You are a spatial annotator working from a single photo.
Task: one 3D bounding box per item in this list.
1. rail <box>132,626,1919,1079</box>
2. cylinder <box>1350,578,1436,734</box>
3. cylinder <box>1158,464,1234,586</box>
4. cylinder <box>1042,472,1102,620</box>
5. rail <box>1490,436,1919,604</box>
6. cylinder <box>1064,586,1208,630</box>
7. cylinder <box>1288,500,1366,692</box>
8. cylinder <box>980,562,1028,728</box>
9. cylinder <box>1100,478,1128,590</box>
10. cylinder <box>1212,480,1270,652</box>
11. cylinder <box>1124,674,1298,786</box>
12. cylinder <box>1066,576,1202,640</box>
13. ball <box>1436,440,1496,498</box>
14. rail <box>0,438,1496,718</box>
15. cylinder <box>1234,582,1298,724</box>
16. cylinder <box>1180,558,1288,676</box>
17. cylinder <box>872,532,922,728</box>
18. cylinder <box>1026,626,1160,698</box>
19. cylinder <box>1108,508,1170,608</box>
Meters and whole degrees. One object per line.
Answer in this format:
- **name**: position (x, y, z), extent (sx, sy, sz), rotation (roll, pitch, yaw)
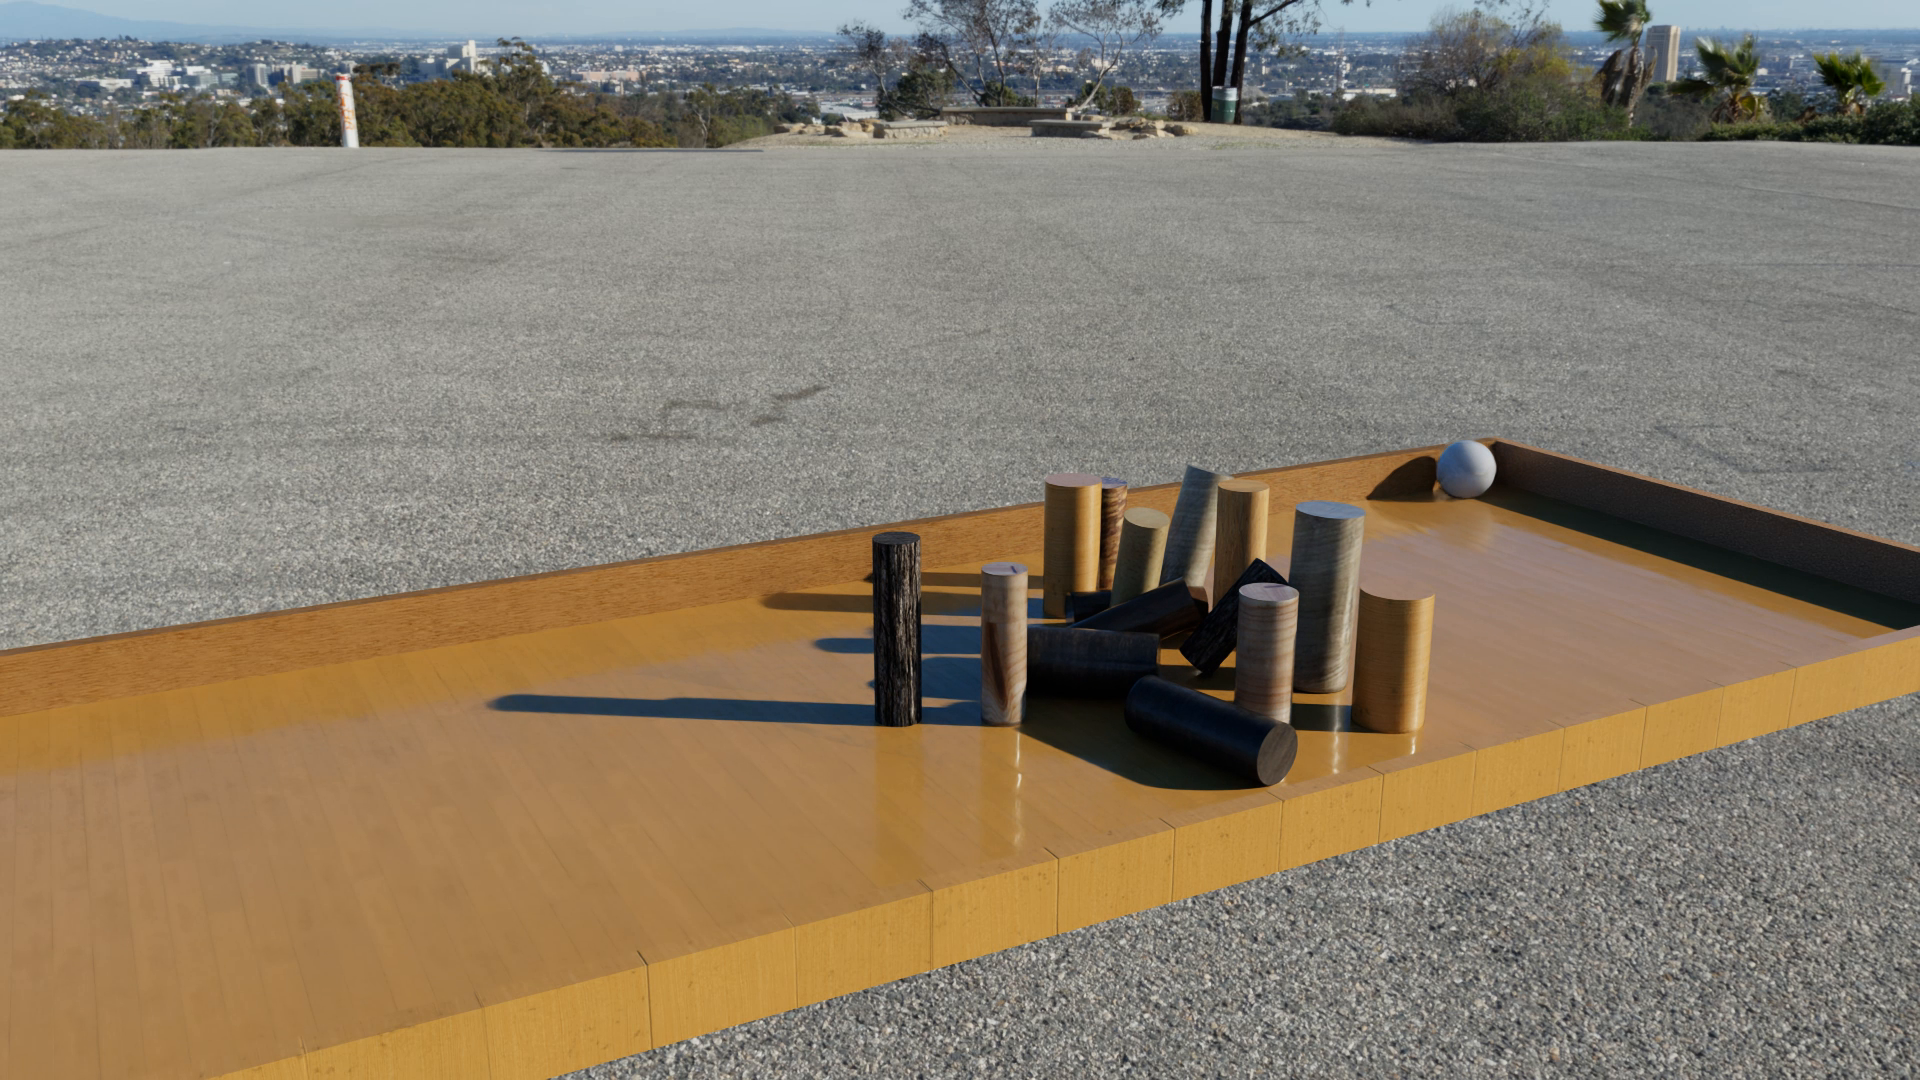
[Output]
- **rail**: position (-2.336, 1.006, 1.665), extent (12.000, 0.150, 0.050), rotation (-9, 18, -27)
- **cylinder**: position (1.012, 0.269, 3.858), extent (0.170, 0.327, 0.170), rotation (0, 16, 0)
- **cylinder**: position (0.647, -0.001, 4.614), extent (0.136, 0.398, 0.136), rotation (15, 7, -2)
- **cylinder**: position (0.314, 0.017, 4.620), extent (0.158, 0.382, 0.158), rotation (0, 16, 0)
- **rail**: position (2.466, -0.048, 5.253), extent (0.050, 0.150, 2.100), rotation (-9, 18, -27)
- **cylinder**: position (0.480, 0.192, 4.491), extent (0.372, 0.119, 0.119), rotation (-2, 17, -8)
- **cylinder**: position (0.894, 0.139, 4.080), extent (0.168, 0.445, 0.168), rotation (2, 16, -1)
- **cylinder**: position (0.103, 0.245, 3.861), extent (0.108, 0.373, 0.108), rotation (0, 16, 0)
- **cylinder**: position (0.422, -0.018, 4.862), extent (0.134, 0.312, 0.134), rotation (0, 16, 0)
- **cylinder**: position (0.739, 0.067, 4.353), extent (0.132, 0.436, 0.132), rotation (0, 16, 0)
- **cylinder**: position (0.555, 0.419, 3.680), extent (0.140, 0.140, 0.385), rotation (-14, 21, -39)
- **cylinder**: position (0.439, 0.215, 4.177), extent (0.325, 0.127, 0.127), rotation (-24, 15, 7)
- **ball**: position (1.795, -0.252, 5.850), extent (0.204, 0.204, 0.204), rotation (0, 16, 0)
- **rail**: position (-3.305, 0.497, 3.399), extent (12.000, 0.150, 0.050), rotation (-9, 18, -27)
- **cylinder**: position (0.711, 0.275, 3.839), extent (0.136, 0.326, 0.136), rotation (0, 16, 0)
- **cylinder**: position (0.689, 0.194, 4.155), extent (0.105, 0.302, 0.105), rotation (36, 14, -10)
- **cylinder**: position (-0.146, 0.209, 3.853), extent (0.111, 0.446, 0.111), rotation (0, 16, 0)
- **cylinder**: position (0.298, 0.299, 4.046), extent (0.374, 0.164, 0.164), rotation (3, 17, 10)
- **cylinder**: position (0.459, 0.108, 4.295), extent (0.119, 0.374, 0.119), rotation (5, 27, -3)
